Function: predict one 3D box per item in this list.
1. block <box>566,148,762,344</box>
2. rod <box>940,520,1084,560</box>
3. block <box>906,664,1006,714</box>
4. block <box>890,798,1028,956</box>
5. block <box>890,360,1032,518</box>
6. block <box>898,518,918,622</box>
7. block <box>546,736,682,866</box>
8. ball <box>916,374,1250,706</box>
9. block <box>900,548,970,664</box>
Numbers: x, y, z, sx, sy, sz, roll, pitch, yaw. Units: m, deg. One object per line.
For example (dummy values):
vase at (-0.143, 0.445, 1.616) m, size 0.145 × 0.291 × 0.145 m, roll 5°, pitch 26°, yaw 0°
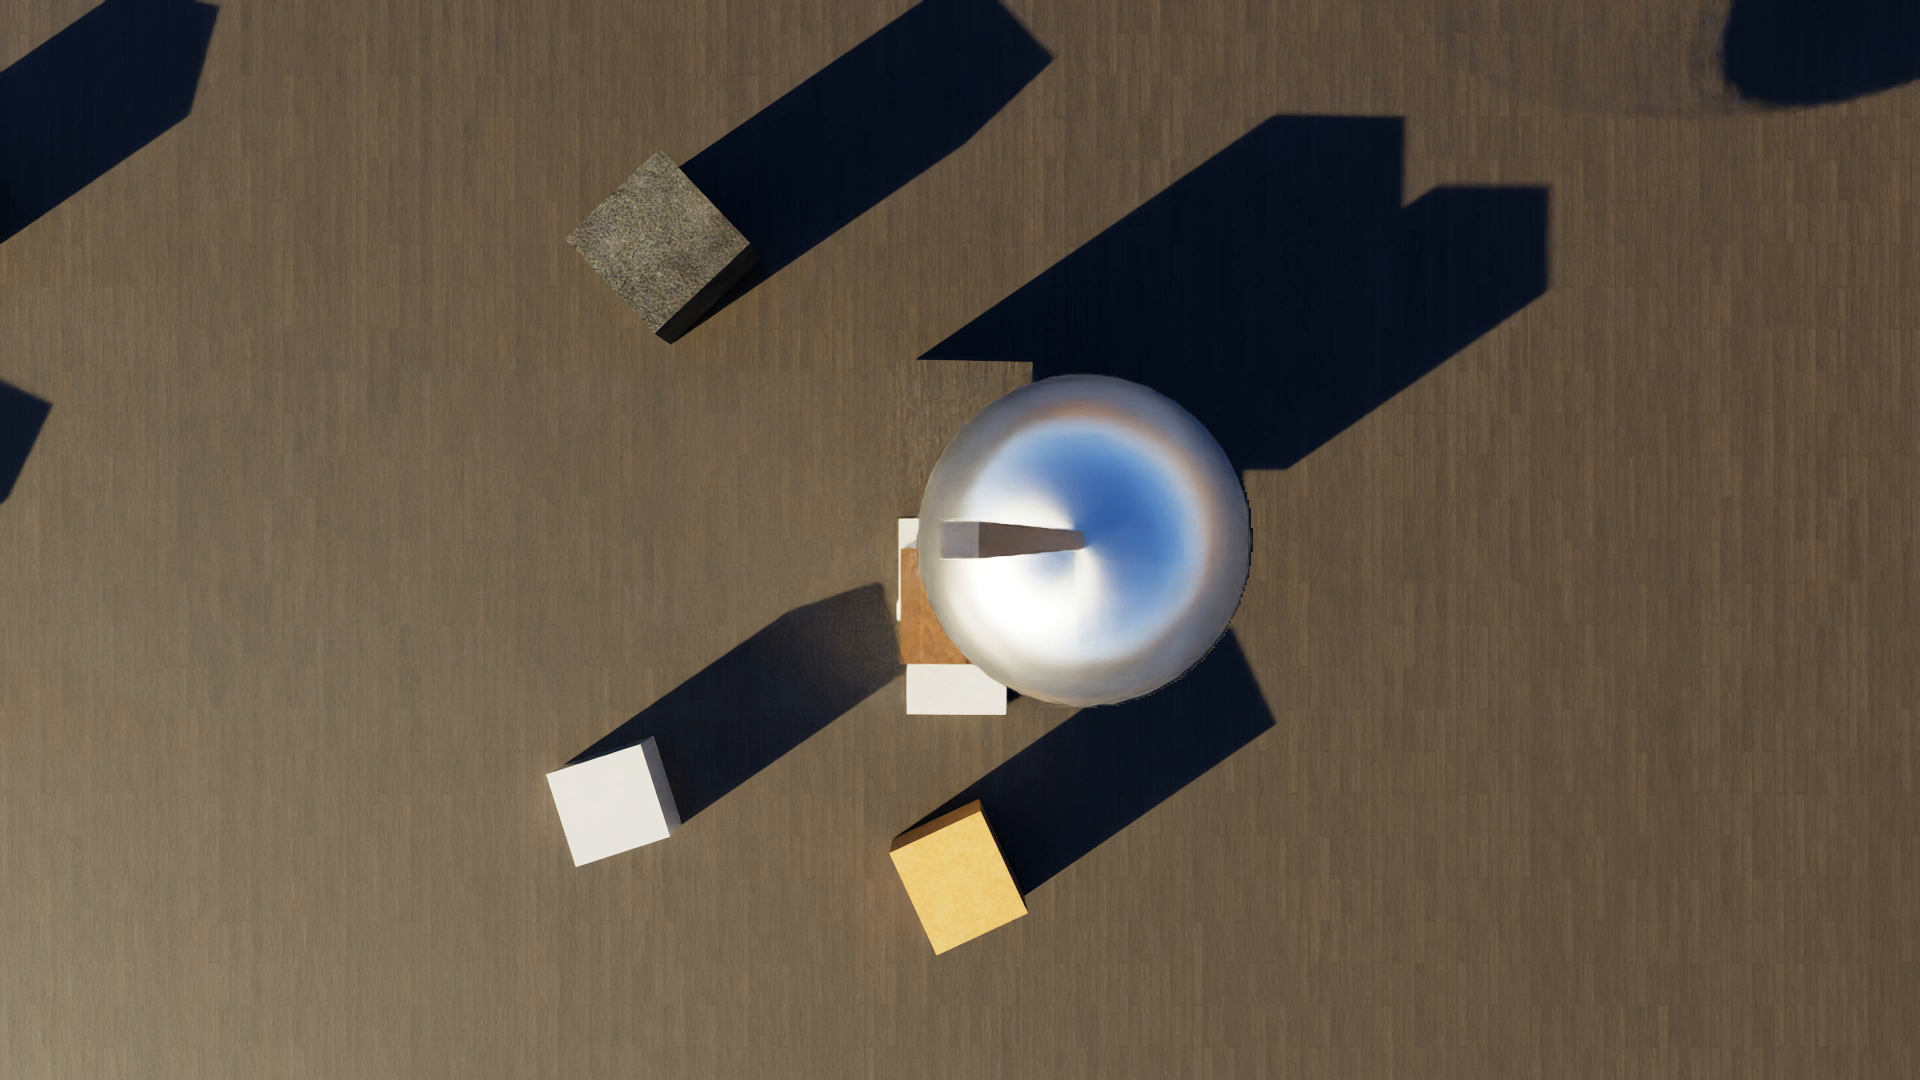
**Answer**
block at (-1.694, -1.674, 12.650) m, size 0.736 × 0.701 × 0.734 m, roll -43°, pitch 90°, yaw 0°
rod at (0.256, 0.000, 7.185) m, size 0.080 × 5.200 × 0.080 m, roll 0°, pitch 90°, yaw 6°
block at (-0.019, 0.721, 12.715) m, size 0.561 × 0.570 × 0.527 m, roll 0°, pitch 90°, yaw 0°
block at (-0.008, 1.935, 12.700) m, size 0.565 × 0.601 × 0.634 m, roll -25°, pitch 90°, yaw 0°
block at (0.007, -0.557, 12.551) m, size 0.768 × 0.899 × 0.862 m, roll 1°, pitch 90°, yaw 0°
block at (-0.014, 0.169, 12.682) m, size 0.672 × 0.635 × 0.578 m, roll 0°, pitch 90°, yaw 0°
block at (-1.994, 1.505, 12.730) m, size 0.560 × 0.540 × 0.550 m, roll -18°, pitch 90°, yaw 0°
ball at (0.590, 0.000, 10.569) m, size 1.600 × 1.600 × 1.600 m, roll 0°, pitch 90°, yaw 0°
block at (0.017, 0.354, 12.051) m, size 0.667 × 0.627 × 0.620 m, roll 0°, pitch 90°, yaw 0°
